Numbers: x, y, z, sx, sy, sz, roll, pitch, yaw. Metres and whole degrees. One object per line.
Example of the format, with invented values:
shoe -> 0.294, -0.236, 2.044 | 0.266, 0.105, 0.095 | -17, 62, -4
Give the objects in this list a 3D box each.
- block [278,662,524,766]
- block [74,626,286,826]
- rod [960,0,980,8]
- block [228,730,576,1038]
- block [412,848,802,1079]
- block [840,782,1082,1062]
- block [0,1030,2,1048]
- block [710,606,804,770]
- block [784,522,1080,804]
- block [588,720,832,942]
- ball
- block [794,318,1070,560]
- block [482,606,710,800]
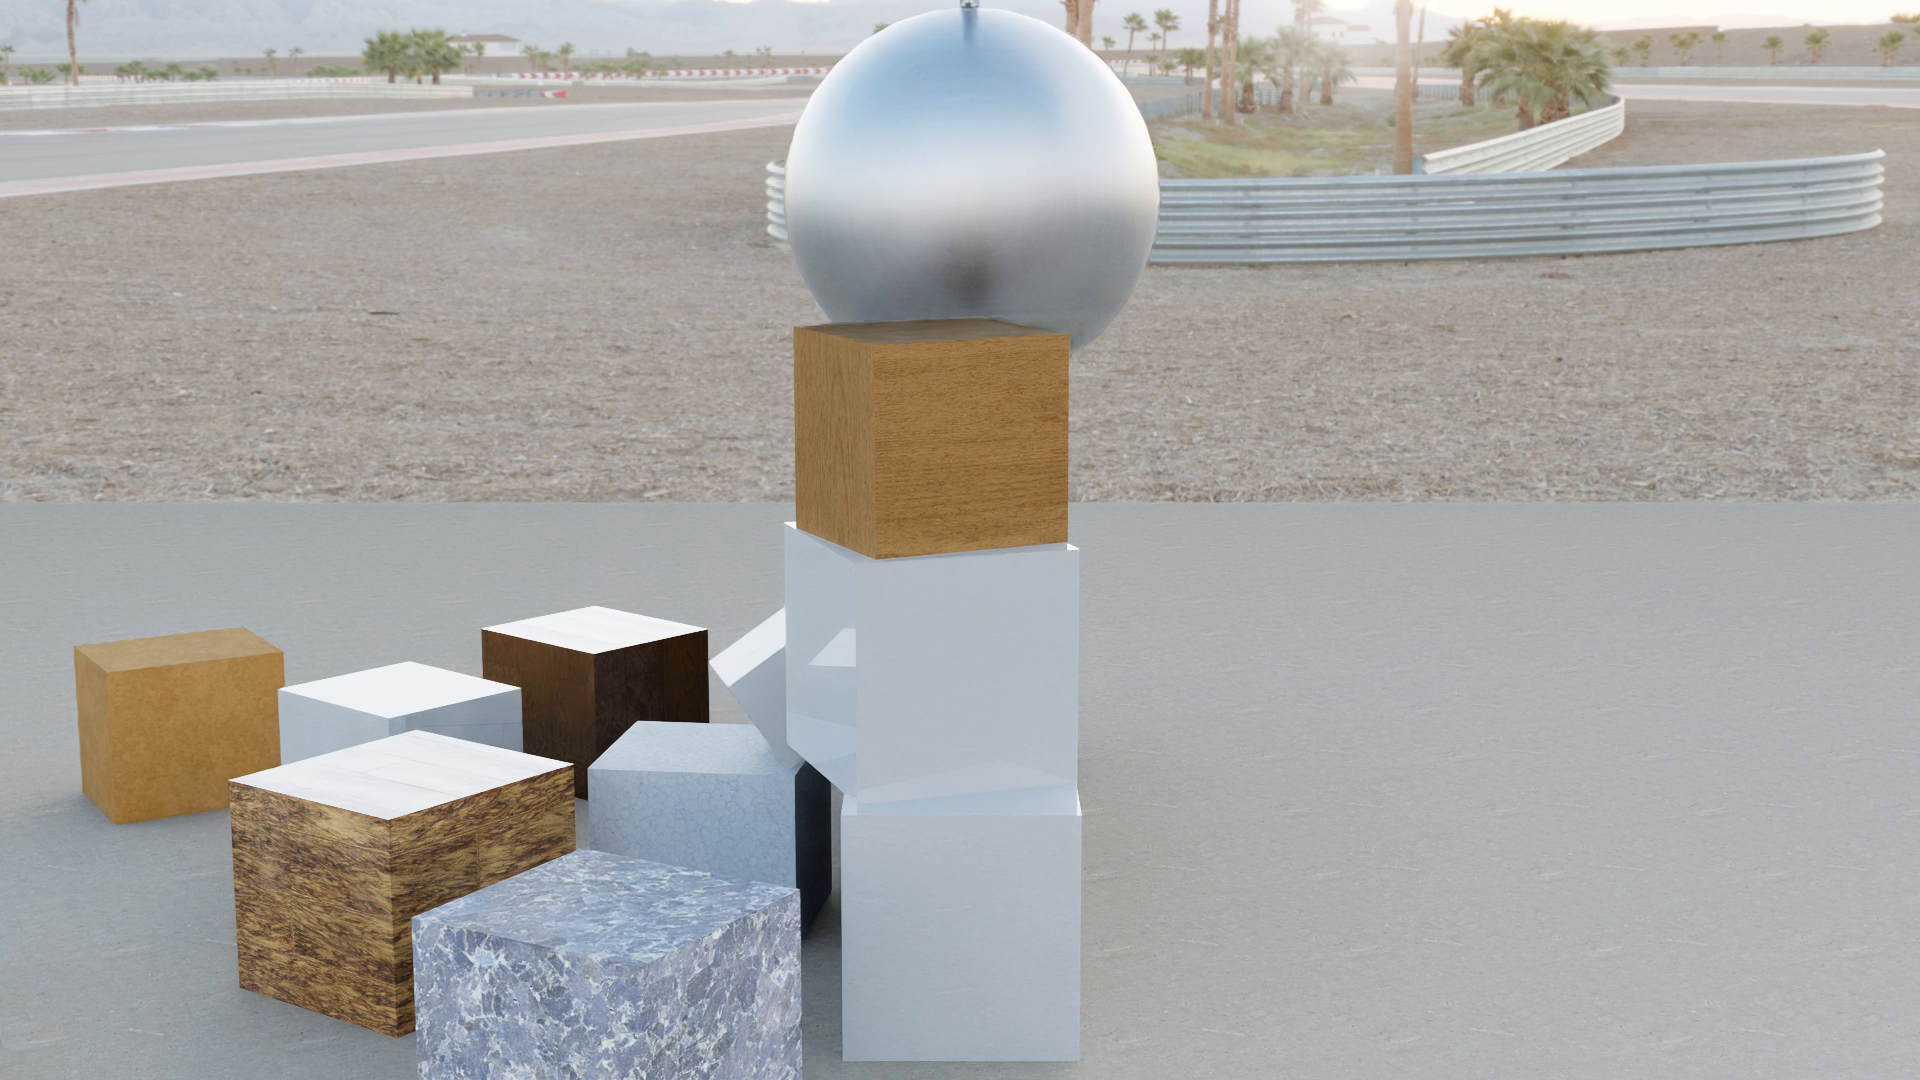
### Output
block -> -2.558, 1.041, 11.776 | 0.826, 0.738, 0.738 | 9, 14, 40
block -> -3.809, 0.895, 12.561 | 0.837, 0.744, 0.669 | -6, 12, -31
rod -> 0.020, -4.797, 10.308 | 0.080, 5.200, 0.080 | 0, 10, 0
block -> -2.159, 1.310, 10.024 | 0.903, 0.835, 0.948 | 7, 13, 36
block -> -1.152, 1.596, 8.494 | 0.921, 0.821, 0.875 | 6, 12, 30
block -> 0.004, 1.342, 9.619 | 0.853, 0.917, 0.933 | 0, 10, 0
block -> -4.058, 1.510, 9.264 | 0.776, 0.714, 0.809 | 9, 14, 41
block -> -0.673, 0.575, 10.551 | 0.491, 0.432, 0.467 | -36, 17, -7
block -> -0.122, 0.415, 9.697 | 0.856, 0.880, 0.905 | -4, 11, -20
block -> -1.033, 1.226, 10.785 | 0.854, 0.730, 0.786 | 1, 10, 8
ball -> 0.047, -1.452, 10.916 | 1.600, 1.600, 1.600 | 0, 10, 0
block -> -0.114, -0.398, 9.559 | 0.780, 0.769, 0.730 | -5, 11, -26
block -> -1.842, 0.815, 12.993 | 0.865, 0.747, 0.749 | 9, 14, 41
